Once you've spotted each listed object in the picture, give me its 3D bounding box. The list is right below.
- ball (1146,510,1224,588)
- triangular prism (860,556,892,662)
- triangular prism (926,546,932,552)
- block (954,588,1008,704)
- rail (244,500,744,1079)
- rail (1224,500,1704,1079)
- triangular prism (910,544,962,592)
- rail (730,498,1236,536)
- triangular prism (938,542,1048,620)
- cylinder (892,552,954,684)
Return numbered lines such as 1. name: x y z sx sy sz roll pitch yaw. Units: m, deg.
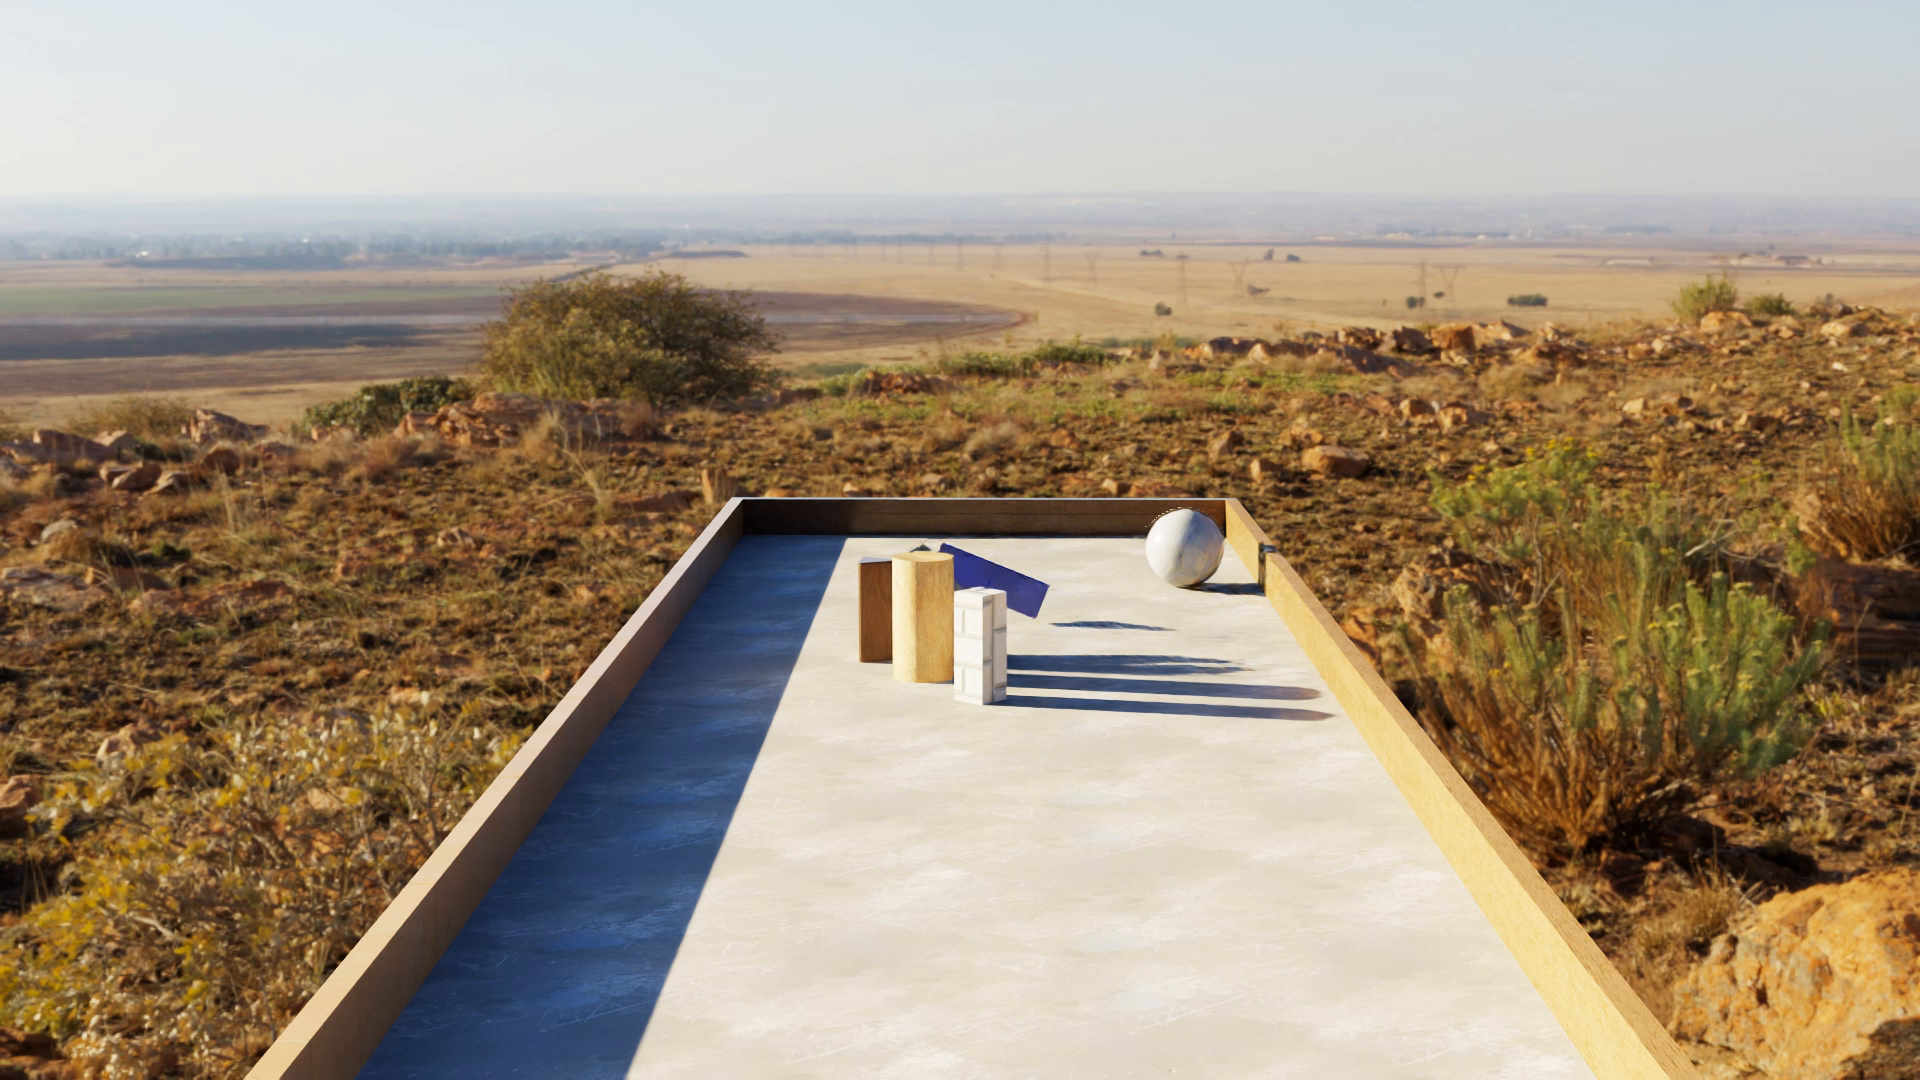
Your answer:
1. ball: 0.810 0.030 7.923 0.281 0.281 0.281 0 9 0
2. triangular prism: -0.270 0.209 6.711 0.120 0.307 0.104 -4 10 -24
3. triangular prism: -0.045 0.199 6.798 0.108 0.348 0.094 -33 -18 7
4. block: 0.058 0.296 6.160 0.104 0.307 0.104 8 12 42
5. rail: -1.004 0.839 3.234 0.050 0.150 12.000 0 9 1
6. rail: 1.046 0.843 3.208 0.050 0.150 12.000 0 9 1
7. triangular prism: -0.032 0.179 6.685 0.103 0.373 0.119 -37 -12 -16
8. rail: 0.099 -0.098 9.147 2.100 0.150 0.050 0 9 1
9. triangular prism: 0.104 0.119 7.286 0.382 0.106 0.122 22 37 3
10. cylinder: -0.108 0.225 6.448 0.180 0.357 0.180 0 9 0
